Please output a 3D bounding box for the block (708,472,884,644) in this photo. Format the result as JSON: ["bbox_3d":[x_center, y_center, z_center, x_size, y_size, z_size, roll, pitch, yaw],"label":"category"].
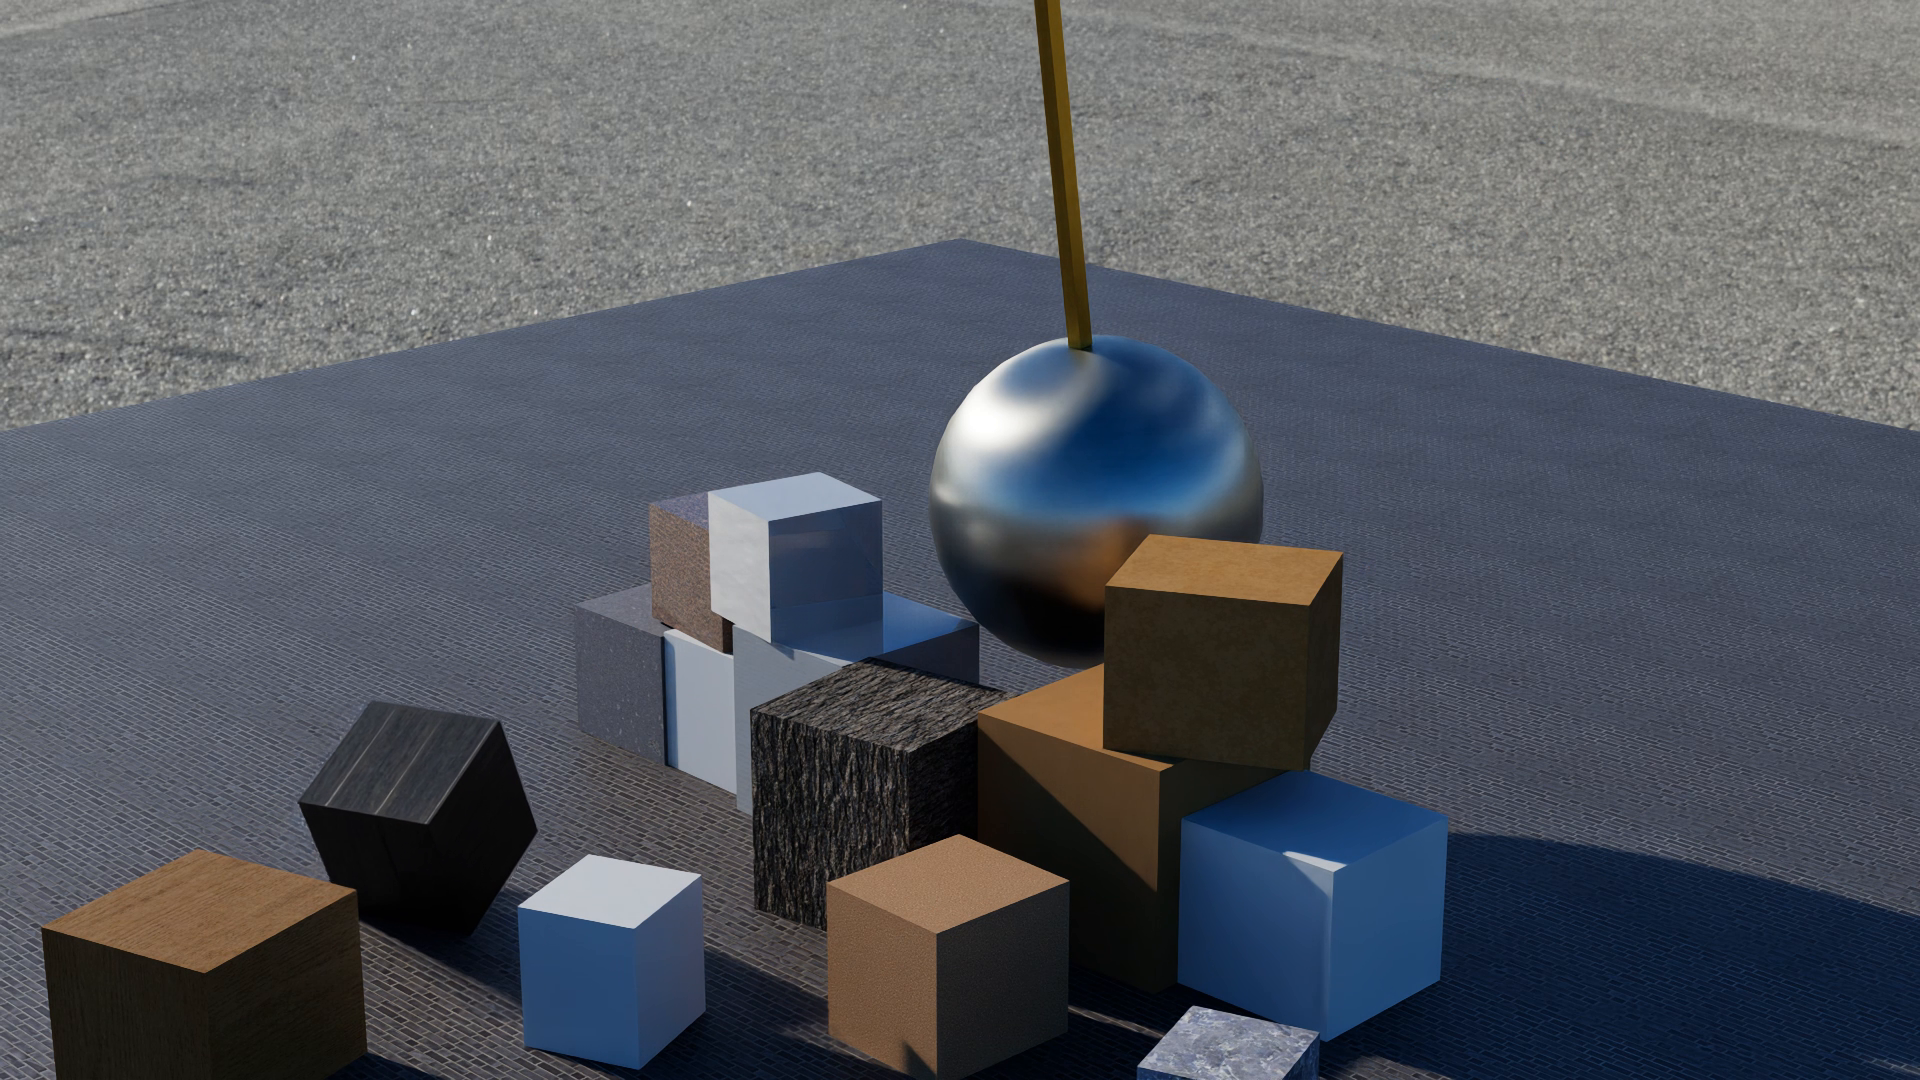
[{"bbox_3d":[-0.783,0.075,13.972,0.618,0.596,0.572,-11,21,-32],"label":"block"}]

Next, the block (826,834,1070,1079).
[{"bbox_3d":[-0.047,1.690,11.852,0.726,0.670,0.651,-16,23,-41],"label":"block"}]

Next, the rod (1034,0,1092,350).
[{"bbox_3d":[0.280,-3.274,12.607,0.080,5.200,0.080,17,33,42],"label":"rod"}]

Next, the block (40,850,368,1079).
[{"bbox_3d":[-2.954,1.772,11.519,0.833,0.712,0.857,9,20,28],"label":"block"}]

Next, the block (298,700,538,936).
[{"bbox_3d":[-2.383,1.224,12.957,0.658,0.692,0.652,7,42,21],"label":"block"}]

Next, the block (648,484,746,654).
[{"bbox_3d":[-1.112,0.131,14.570,0.586,0.600,0.674,-12,21,-34],"label":"block"}]

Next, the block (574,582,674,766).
[{"bbox_3d":[-1.488,0.660,15.103,0.683,0.684,0.707,-16,24,-42],"label":"block"}]

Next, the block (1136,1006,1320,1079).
[{"bbox_3d":[0.982,2.107,10.756,0.504,0.530,0.542,8,19,25],"label":"block"}]

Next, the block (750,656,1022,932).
[{"bbox_3d":[-0.316,1.168,13.042,0.872,0.951,0.849,12,21,34],"label":"block"}]

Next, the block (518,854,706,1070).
[{"bbox_3d":[-1.407,1.704,11.900,0.529,0.613,0.563,7,19,22],"label":"block"}]

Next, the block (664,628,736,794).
[{"bbox_3d":[-0.990,0.799,14.624,0.667,0.707,0.687,-16,23,-41],"label":"block"}]

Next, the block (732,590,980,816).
[{"bbox_3d":[-0.494,0.851,14.068,0.869,0.941,0.788,-16,23,-41],"label":"block"}]

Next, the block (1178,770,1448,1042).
[{"bbox_3d":[1.476,1.509,12.293,0.785,0.749,0.790,16,24,41],"label":"block"}]

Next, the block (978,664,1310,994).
[{"bbox_3d":[0.803,1.206,12.833,1.008,1.003,1.051,15,23,40],"label":"block"}]

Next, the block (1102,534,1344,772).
[{"bbox_3d":[1.111,0.461,12.336,0.847,0.717,0.741,5,18,17],"label":"block"}]

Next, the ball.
[{"bbox_3d":[0.647,-0.178,13.964,1.600,1.600,1.600,0,17,0],"label":"ball"}]
